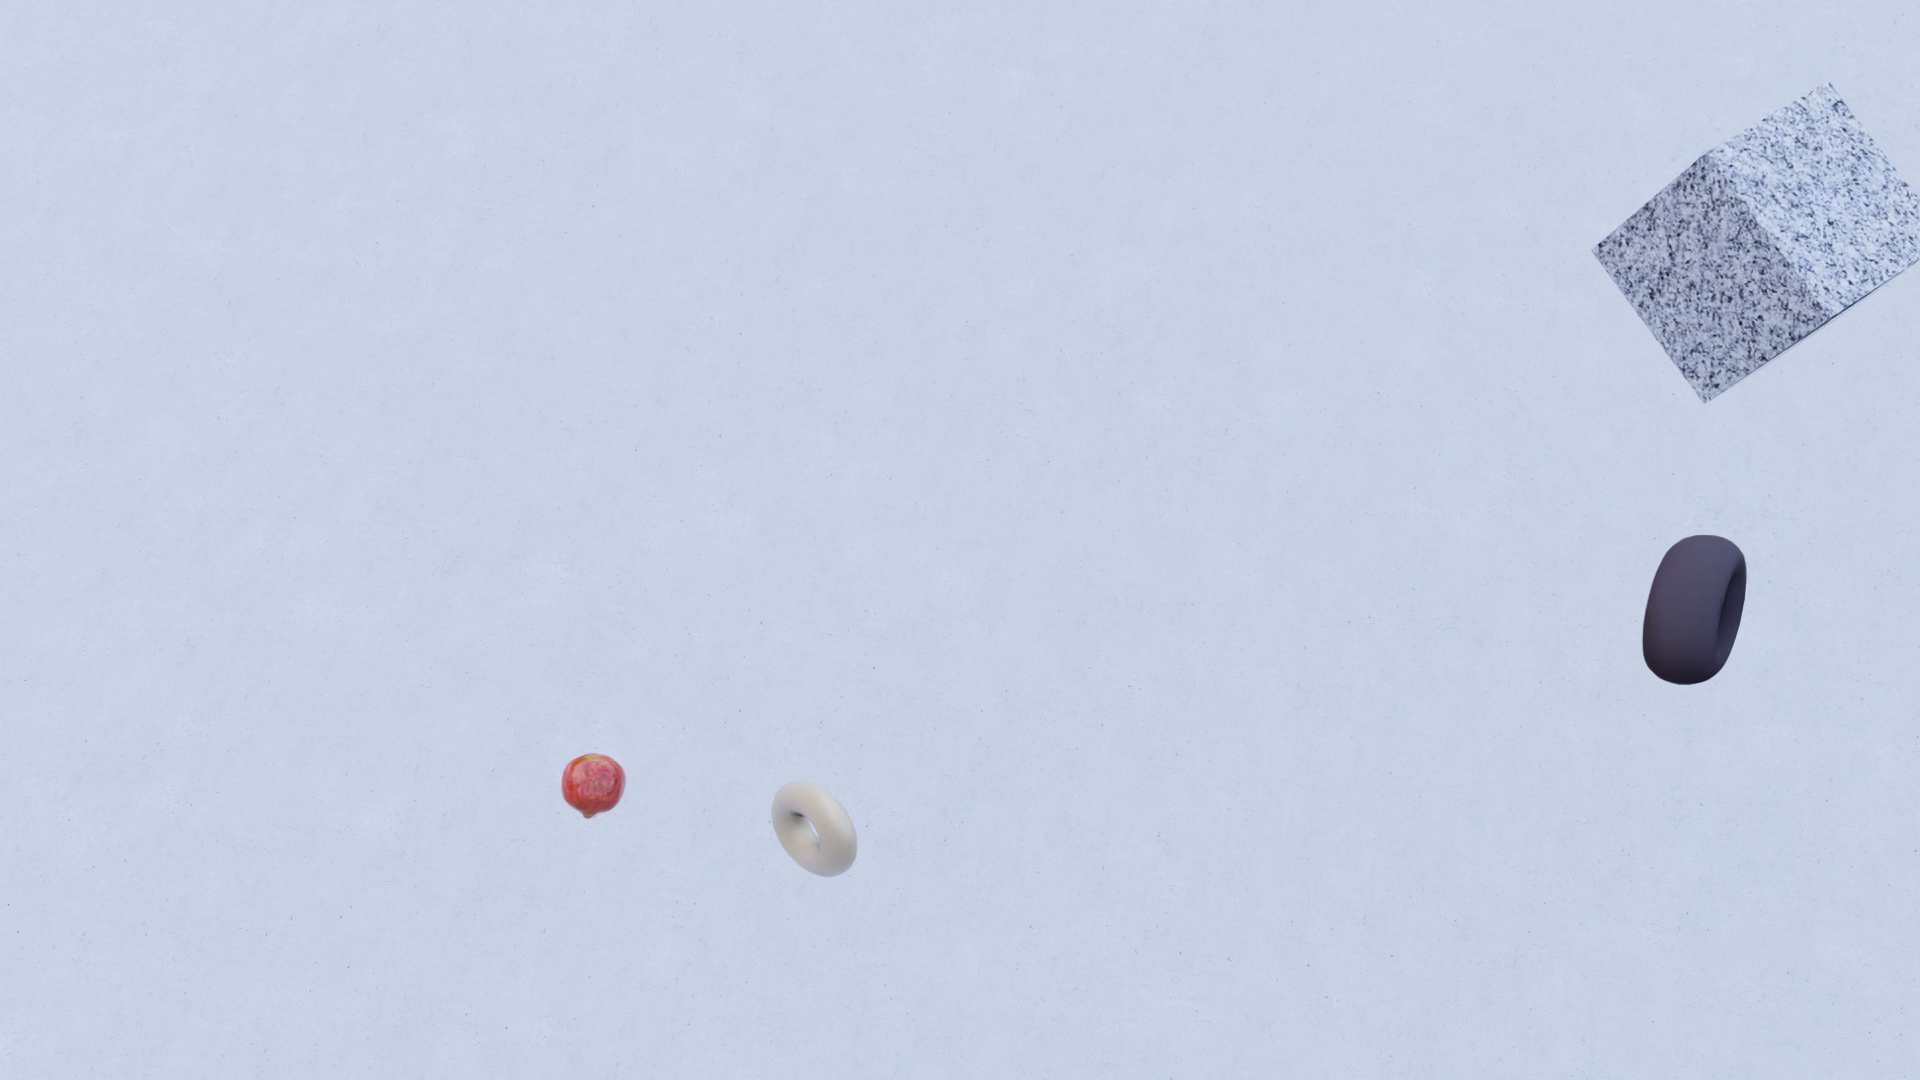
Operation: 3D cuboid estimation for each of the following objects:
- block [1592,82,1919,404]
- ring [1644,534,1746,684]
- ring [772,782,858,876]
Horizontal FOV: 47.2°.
[{"bbox_3d":[1.292,-0.473,3.526,0.310,0.314,0.311,-30,81,-27],"label":"block"},{"bbox_3d":[0.957,0.090,2.866,0.095,0.123,0.210,7,67,37],"label":"ring"},{"bbox_3d":[-0.260,0.512,3.901,0.056,0.322,0.181,-23,94,-25],"label":"ring"}]
